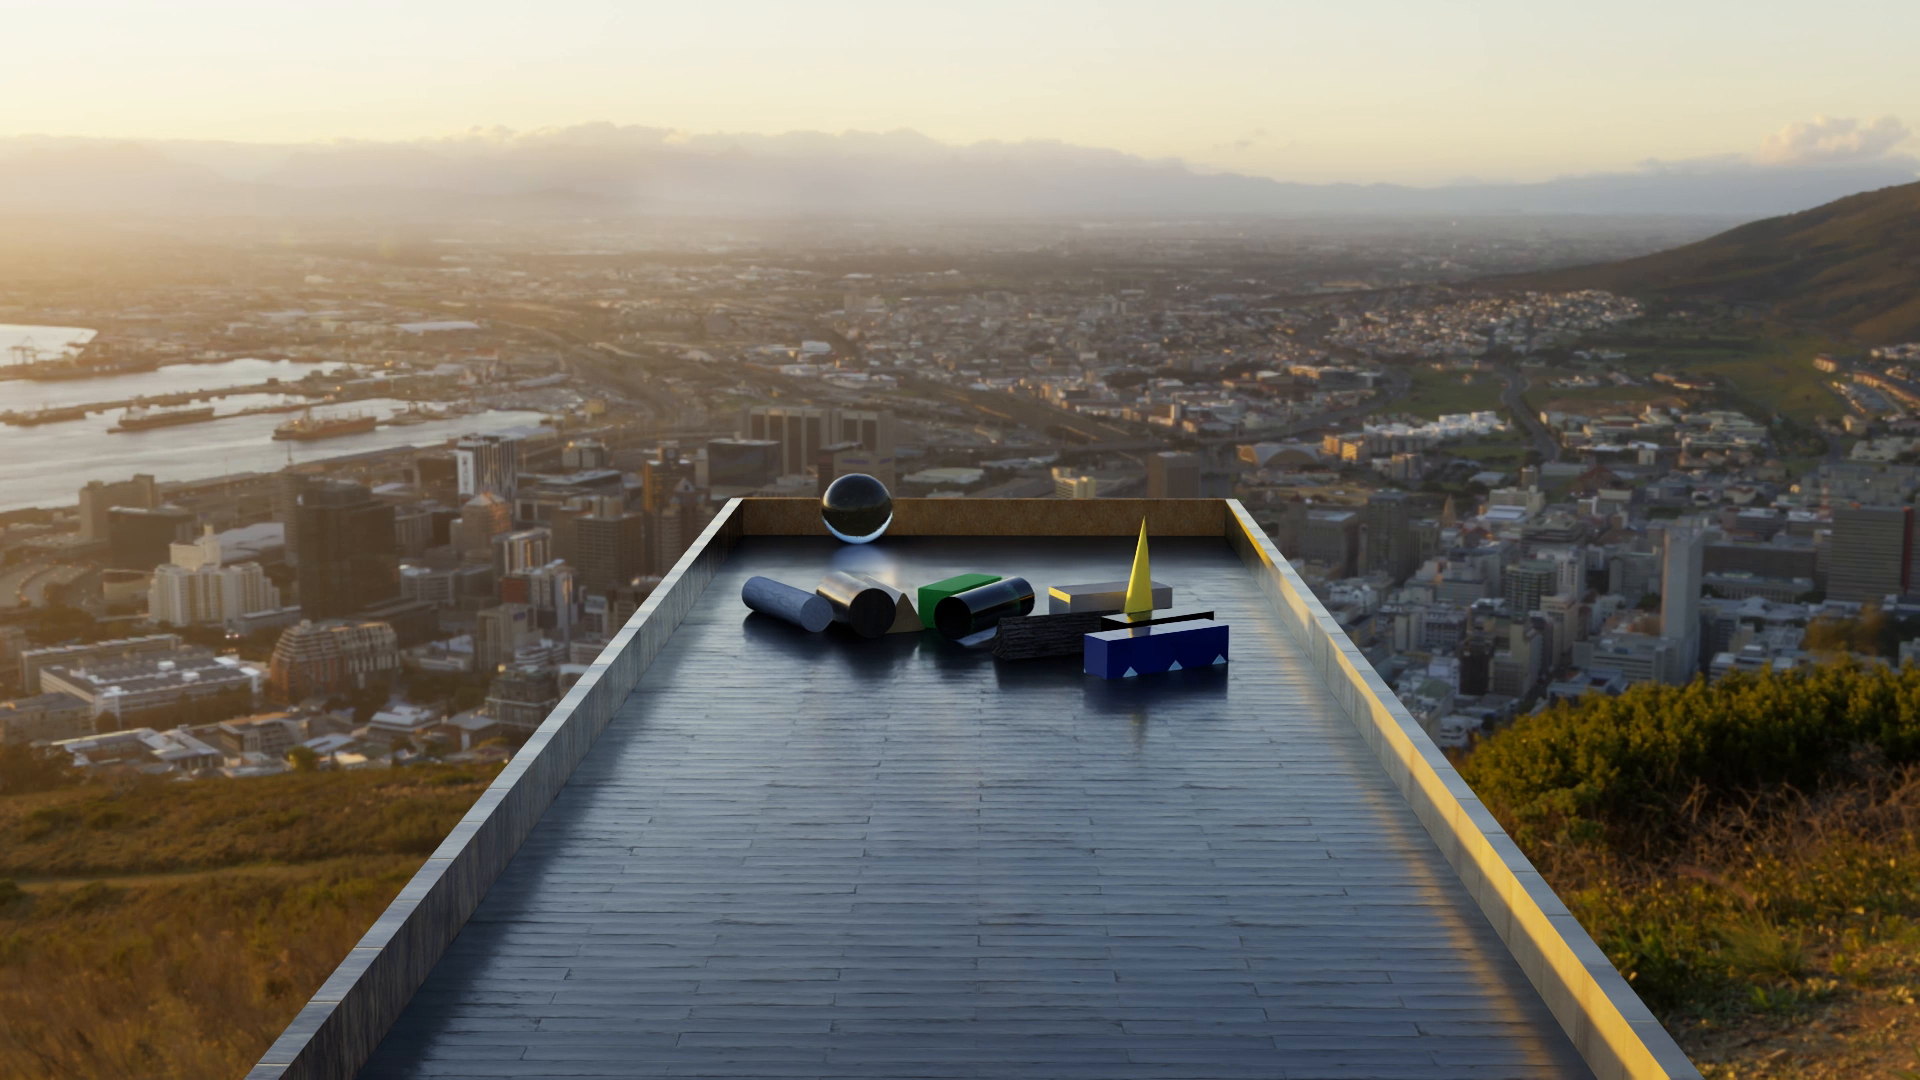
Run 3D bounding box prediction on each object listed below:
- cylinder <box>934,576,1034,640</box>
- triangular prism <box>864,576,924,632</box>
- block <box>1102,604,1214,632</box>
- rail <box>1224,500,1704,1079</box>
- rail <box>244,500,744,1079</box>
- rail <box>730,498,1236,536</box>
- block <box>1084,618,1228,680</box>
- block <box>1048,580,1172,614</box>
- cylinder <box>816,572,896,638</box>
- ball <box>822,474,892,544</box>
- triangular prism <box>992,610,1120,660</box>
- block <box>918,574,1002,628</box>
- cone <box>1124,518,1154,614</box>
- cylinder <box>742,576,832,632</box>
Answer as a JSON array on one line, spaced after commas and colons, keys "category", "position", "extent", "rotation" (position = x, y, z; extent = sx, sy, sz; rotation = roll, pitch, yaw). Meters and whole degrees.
[{"category": "cylinder", "position": [0.083, 0.221, 7.166], "extent": [0.141, 0.141, 0.418], "rotation": [5, 10, 30]}, {"category": "triangular prism", "position": [-0.248, 0.206, 7.283], "extent": [0.146, 0.126, 0.356], "rotation": [-4, 10, -22]}, {"category": "block", "position": [0.611, 0.289, 6.794], "extent": [0.348, 0.123, 0.123], "rotation": [-6, 11, -34]}, {"category": "rail", "position": [1.046, 0.843, 3.208], "extent": [0.050, 0.150, 12.000], "rotation": [0, 9, 1]}, {"category": "rail", "position": [-1.004, 0.839, 3.234], "extent": [0.050, 0.150, 12.000], "rotation": [0, 9, 1]}, {"category": "rail", "position": [0.099, -0.098, 9.147], "extent": [2.100, 0.150, 0.050], "rotation": [0, 9, 1]}, {"category": "block", "position": [0.591, 0.325, 6.591], "extent": [0.453, 0.116, 0.116], "rotation": [-6, 11, -32]}, {"category": "block", "position": [0.483, 0.229, 7.059], "extent": [0.362, 0.158, 0.158], "rotation": [-4, 10, -22]}, {"category": "cylinder", "position": [-0.342, 0.209, 7.179], "extent": [0.160, 0.160, 0.337], "rotation": [-4, 10, -22]}, {"category": "ball", "position": [-0.416, -0.127, 8.893], "extent": [0.288, 0.288, 0.288], "rotation": [0, 9, 0]}, {"category": "triangular prism", "position": [0.309, 0.286, 6.801], "extent": [0.400, 0.119, 0.138], "rotation": [-3, 10, -21]}, {"category": "block", "position": [0.002, 0.203, 7.315], "extent": [0.129, 0.129, 0.331], "rotation": [5, 10, 30]}, {"category": "cone", "position": [0.567, 0.123, 6.901], "extent": [0.125, 0.411, 0.125], "rotation": [3, 10, 0]}, {"category": "cylinder", "position": [-0.578, 0.210, 7.306], "extent": [0.118, 0.118, 0.442], "rotation": [-5, 10, -30]}]
